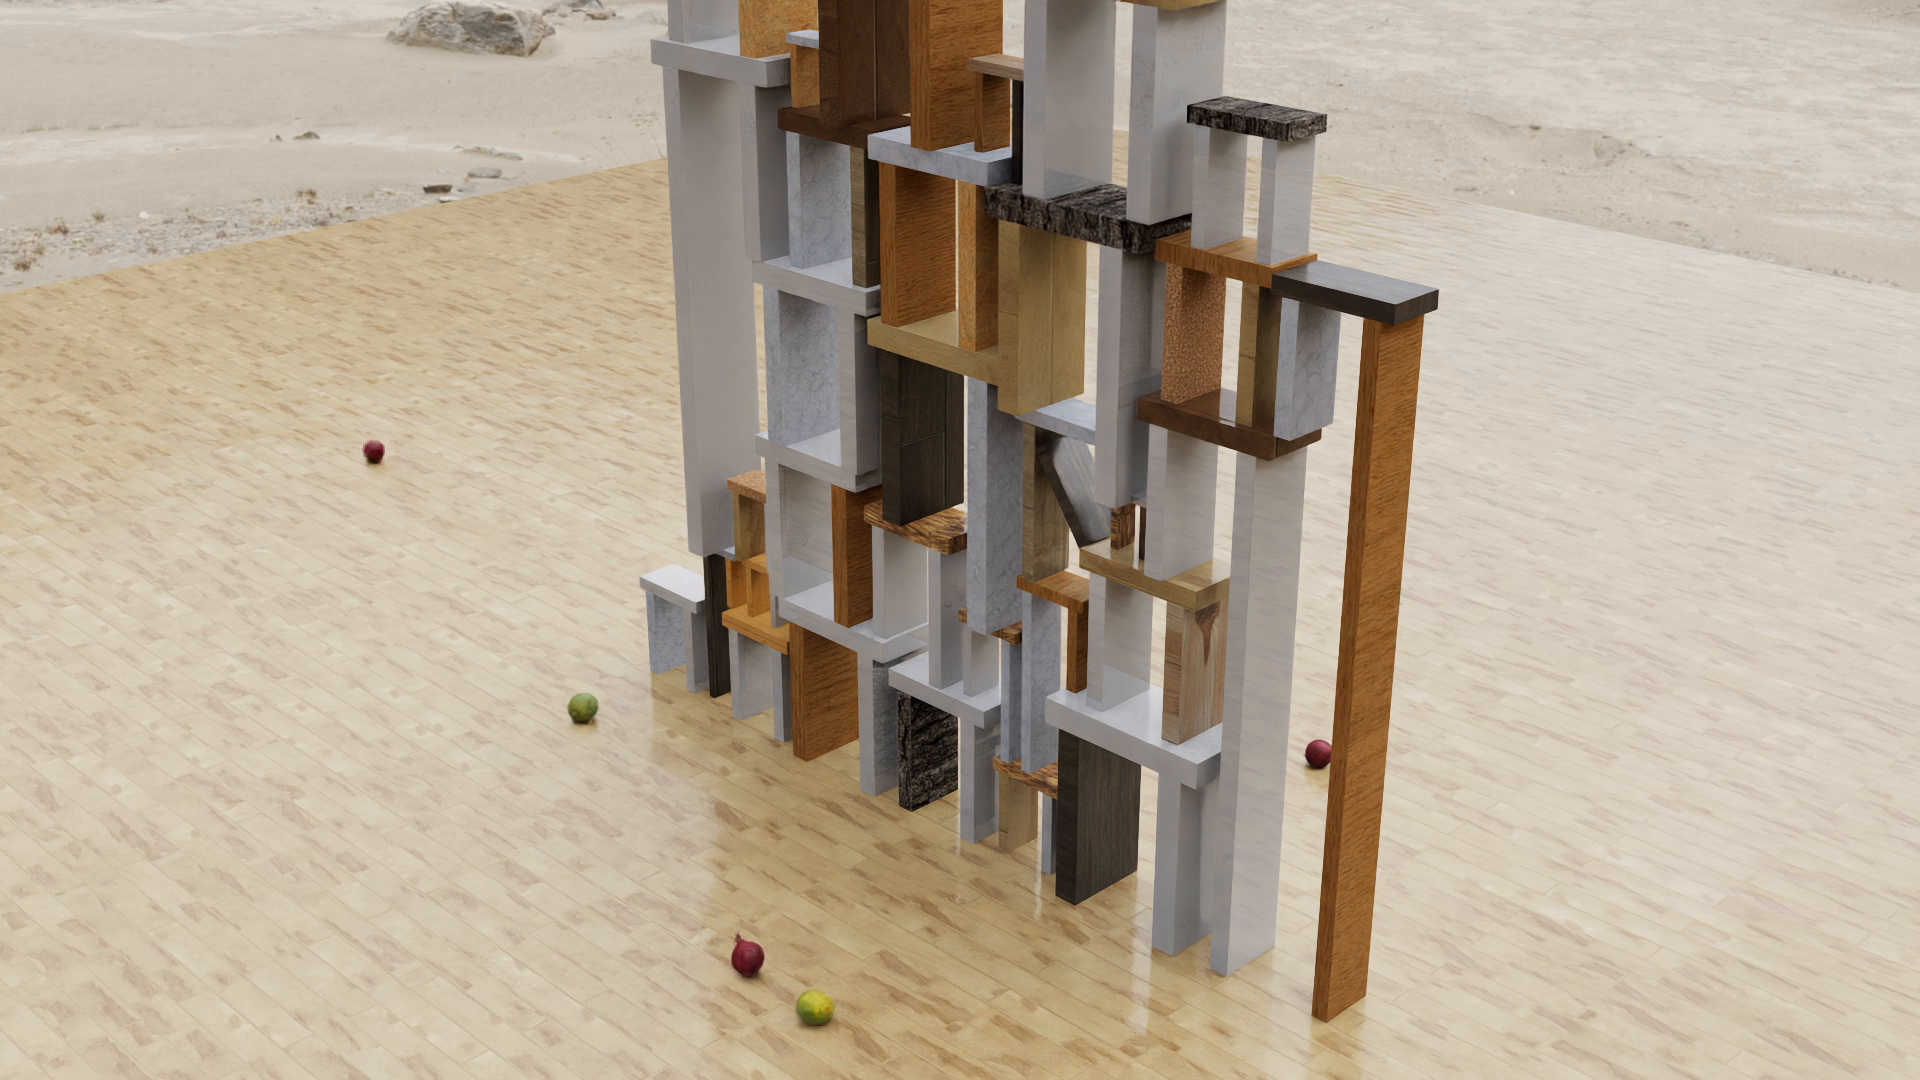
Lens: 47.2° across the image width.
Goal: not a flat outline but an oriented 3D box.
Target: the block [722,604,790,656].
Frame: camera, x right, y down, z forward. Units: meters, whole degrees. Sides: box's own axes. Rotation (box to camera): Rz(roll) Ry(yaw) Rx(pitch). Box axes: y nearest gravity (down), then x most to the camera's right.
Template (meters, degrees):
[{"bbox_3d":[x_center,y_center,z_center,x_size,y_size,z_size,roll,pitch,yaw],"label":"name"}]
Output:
[{"bbox_3d":[-0.402,0.185,4.735,0.215,0.030,0.108,21,31,41],"label":"block"}]

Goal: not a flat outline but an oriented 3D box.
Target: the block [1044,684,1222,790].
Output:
[{"bbox_3d":[0.347,0.337,3.985,0.358,0.051,0.179,21,31,41],"label":"block"}]

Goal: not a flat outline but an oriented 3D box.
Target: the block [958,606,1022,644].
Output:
[{"bbox_3d":[0.077,0.156,4.201,0.076,0.022,0.152,-21,31,-40],"label":"block"}]

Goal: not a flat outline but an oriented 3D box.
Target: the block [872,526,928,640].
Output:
[{"bbox_3d":[-0.119,0.068,4.378,0.034,0.237,0.118,21,31,41],"label":"block"}]

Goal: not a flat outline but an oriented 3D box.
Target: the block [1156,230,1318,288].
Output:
[{"bbox_3d":[0.445,-0.458,3.552,0.237,0.034,0.118,21,31,40],"label":"block"}]

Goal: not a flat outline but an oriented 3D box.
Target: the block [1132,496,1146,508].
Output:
[{"bbox_3d":[0.311,-0.080,3.852,0.049,0.014,0.099,-21,31,-40],"label":"block"}]

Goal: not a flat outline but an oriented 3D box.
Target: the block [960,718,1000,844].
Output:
[{"bbox_3d":[0.061,0.455,4.348,0.038,0.265,0.133,21,31,41],"label":"block"}]

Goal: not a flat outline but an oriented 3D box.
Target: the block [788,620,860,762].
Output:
[{"bbox_3d":[-0.284,0.297,4.658,0.045,0.315,0.157,21,31,41],"label":"block"}]

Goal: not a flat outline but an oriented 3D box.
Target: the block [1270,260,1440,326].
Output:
[{"bbox_3d":[0.608,-0.383,3.394,0.230,0.033,0.115,21,31,41],"label":"block"}]

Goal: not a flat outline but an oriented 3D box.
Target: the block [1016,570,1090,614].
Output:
[{"bbox_3d":[0.192,0.089,4.050,0.083,0.023,0.166,-21,31,-40],"label":"block"}]

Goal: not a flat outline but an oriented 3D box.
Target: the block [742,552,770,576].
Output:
[{"bbox_3d":[-0.405,0.053,4.689,0.058,0.016,0.116,-21,31,-40],"label":"block"}]

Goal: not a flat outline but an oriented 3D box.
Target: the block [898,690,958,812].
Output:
[{"bbox_3d":[-0.064,0.406,4.463,0.038,0.265,0.133,21,31,41],"label":"block"}]

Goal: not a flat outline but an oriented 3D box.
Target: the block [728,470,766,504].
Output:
[{"bbox_3d":[-0.409,-0.108,4.619,0.078,0.022,0.156,-21,31,-41],"label":"block"}]

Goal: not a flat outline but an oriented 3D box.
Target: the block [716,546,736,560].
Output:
[{"bbox_3d":[-0.507,0.014,4.779,0.117,0.017,0.058,21,31,40],"label":"block"}]

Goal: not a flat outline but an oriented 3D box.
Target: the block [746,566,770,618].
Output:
[{"bbox_3d":[-0.432,0.103,4.740,0.016,0.116,0.058,21,31,41],"label":"block"}]

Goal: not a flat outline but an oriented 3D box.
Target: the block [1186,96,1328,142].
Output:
[{"bbox_3d":[0.464,-0.660,3.443,0.198,0.028,0.099,21,31,40],"label":"block"}]

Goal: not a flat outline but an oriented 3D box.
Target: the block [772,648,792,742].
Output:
[{"bbox_3d":[-0.351,0.318,4.736,0.030,0.215,0.108,21,31,41],"label":"block"}]

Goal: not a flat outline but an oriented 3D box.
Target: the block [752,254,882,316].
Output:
[{"bbox_3d":[-0.235,-0.506,4.259,0.327,0.046,0.163,21,31,40],"label":"block"}]

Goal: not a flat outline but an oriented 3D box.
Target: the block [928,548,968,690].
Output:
[{"bbox_3d":[-0.007,0.137,4.286,0.034,0.293,0.118,21,31,41],"label":"block"}]

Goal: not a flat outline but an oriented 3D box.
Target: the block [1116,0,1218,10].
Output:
[{"bbox_3d":[0.267,-0.912,3.547,0.173,0.049,0.347,-21,31,-40],"label":"block"}]

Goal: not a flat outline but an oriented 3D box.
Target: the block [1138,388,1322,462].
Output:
[{"bbox_3d":[0.446,-0.202,3.648,0.139,0.039,0.278,-21,31,-41],"label":"block"}]

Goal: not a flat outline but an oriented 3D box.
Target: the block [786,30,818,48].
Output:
[{"bbox_3d":[-0.264,-0.934,4.109,0.120,0.017,0.060,21,31,40],"label":"block"}]

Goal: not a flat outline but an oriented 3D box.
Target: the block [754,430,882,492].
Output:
[{"bbox_3d":[-0.257,-0.173,4.425,0.301,0.043,0.150,21,31,40],"label":"block"}]

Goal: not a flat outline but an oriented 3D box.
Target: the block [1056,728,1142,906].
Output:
[{"bbox_3d":[0.262,0.492,4.143,0.051,0.358,0.179,21,31,41],"label":"block"}]

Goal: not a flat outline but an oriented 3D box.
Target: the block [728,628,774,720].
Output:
[{"bbox_3d":[-0.453,0.278,4.829,0.030,0.215,0.108,21,31,41],"label":"block"}]

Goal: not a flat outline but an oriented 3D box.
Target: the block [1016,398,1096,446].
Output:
[{"bbox_3d":[0.202,-0.217,3.911,0.098,0.028,0.195,-20,30,-39],"label":"block"}]

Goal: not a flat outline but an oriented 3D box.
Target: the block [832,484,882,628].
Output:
[{"bbox_3d":[-0.186,0.012,4.426,0.043,0.301,0.150,21,31,41],"label":"block"}]

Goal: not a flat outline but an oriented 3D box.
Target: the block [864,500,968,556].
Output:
[{"bbox_3d":[-0.063,-0.035,4.274,0.118,0.034,0.237,-21,31,-41],"label":"block"}]

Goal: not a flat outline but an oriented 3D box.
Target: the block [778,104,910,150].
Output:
[{"bbox_3d":[-0.205,-0.779,4.119,0.264,0.037,0.132,21,31,40],"label":"block"}]

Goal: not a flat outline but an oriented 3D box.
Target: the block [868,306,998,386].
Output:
[{"bbox_3d":[0.011,-0.366,4.061,0.173,0.049,0.346,-21,31,-40],"label":"block"}]

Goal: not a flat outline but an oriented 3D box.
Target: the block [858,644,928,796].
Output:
[{"bbox_3d":[-0.135,0.355,4.521,0.045,0.315,0.157,21,31,41],"label":"block"}]

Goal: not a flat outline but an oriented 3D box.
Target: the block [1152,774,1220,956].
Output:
[{"bbox_3d":[0.431,0.558,3.988,0.051,0.358,0.179,21,31,41],"label":"block"}]

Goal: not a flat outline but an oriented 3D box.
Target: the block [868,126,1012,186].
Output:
[{"bbox_3d":[-0.006,-0.691,3.930,0.152,0.043,0.304,-21,31,-40],"label":"block"}]

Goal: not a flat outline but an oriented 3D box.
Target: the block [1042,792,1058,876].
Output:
[{"bbox_3d":[0.196,0.552,4.240,0.024,0.172,0.086,21,31,41],"label":"block"}]

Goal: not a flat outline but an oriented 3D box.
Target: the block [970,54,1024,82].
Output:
[{"bbox_3d":[0.089,-0.812,3.777,0.070,0.020,0.140,-20,30,-38],"label":"block"}]

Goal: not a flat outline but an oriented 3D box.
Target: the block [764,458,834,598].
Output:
[{"bbox_3d":[-0.328,-0.043,4.557,0.043,0.301,0.150,21,31,41],"label":"block"}]

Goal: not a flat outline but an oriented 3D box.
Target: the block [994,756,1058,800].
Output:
[{"bbox_3d":[0.156,0.446,4.239,0.172,0.024,0.086,21,31,41],"label":"block"}]

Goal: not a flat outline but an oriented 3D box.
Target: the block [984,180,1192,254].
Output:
[{"bbox_3d":[0.226,-0.559,3.730,0.347,0.049,0.174,21,31,40],"label":"block"}]

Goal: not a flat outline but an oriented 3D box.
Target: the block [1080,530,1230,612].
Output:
[{"bbox_3d":[0.353,0.050,3.865,0.266,0.038,0.133,21,31,41],"label":"block"}]

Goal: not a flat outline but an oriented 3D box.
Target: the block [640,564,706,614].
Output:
[{"bbox_3d":[-0.618,0.109,4.949,0.203,0.029,0.101,21,31,41],"label":"block"}]

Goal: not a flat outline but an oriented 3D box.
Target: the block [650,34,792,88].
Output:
[{"bbox_3d":[-0.426,-0.941,4.281,0.344,0.049,0.172,21,31,40],"label":"block"}]

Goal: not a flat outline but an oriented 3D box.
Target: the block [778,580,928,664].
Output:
[{"bbox_3d":[-0.209,0.160,4.519,0.315,0.045,0.157,21,31,41],"label":"block"}]

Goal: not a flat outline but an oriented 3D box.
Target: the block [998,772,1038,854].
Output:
[{"bbox_3d":[0.115,0.520,4.315,0.024,0.172,0.086,21,31,41],"label":"block"}]

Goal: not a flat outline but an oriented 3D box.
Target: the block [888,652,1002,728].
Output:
[{"bbox_3d":[-0.002,0.291,4.346,0.265,0.038,0.133,21,31,41],"label":"block"}]

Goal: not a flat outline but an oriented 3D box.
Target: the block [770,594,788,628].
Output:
[{"bbox_3d":[-0.377,0.124,4.689,0.058,0.116,0.016,-21,31,-41],"label":"block"}]
